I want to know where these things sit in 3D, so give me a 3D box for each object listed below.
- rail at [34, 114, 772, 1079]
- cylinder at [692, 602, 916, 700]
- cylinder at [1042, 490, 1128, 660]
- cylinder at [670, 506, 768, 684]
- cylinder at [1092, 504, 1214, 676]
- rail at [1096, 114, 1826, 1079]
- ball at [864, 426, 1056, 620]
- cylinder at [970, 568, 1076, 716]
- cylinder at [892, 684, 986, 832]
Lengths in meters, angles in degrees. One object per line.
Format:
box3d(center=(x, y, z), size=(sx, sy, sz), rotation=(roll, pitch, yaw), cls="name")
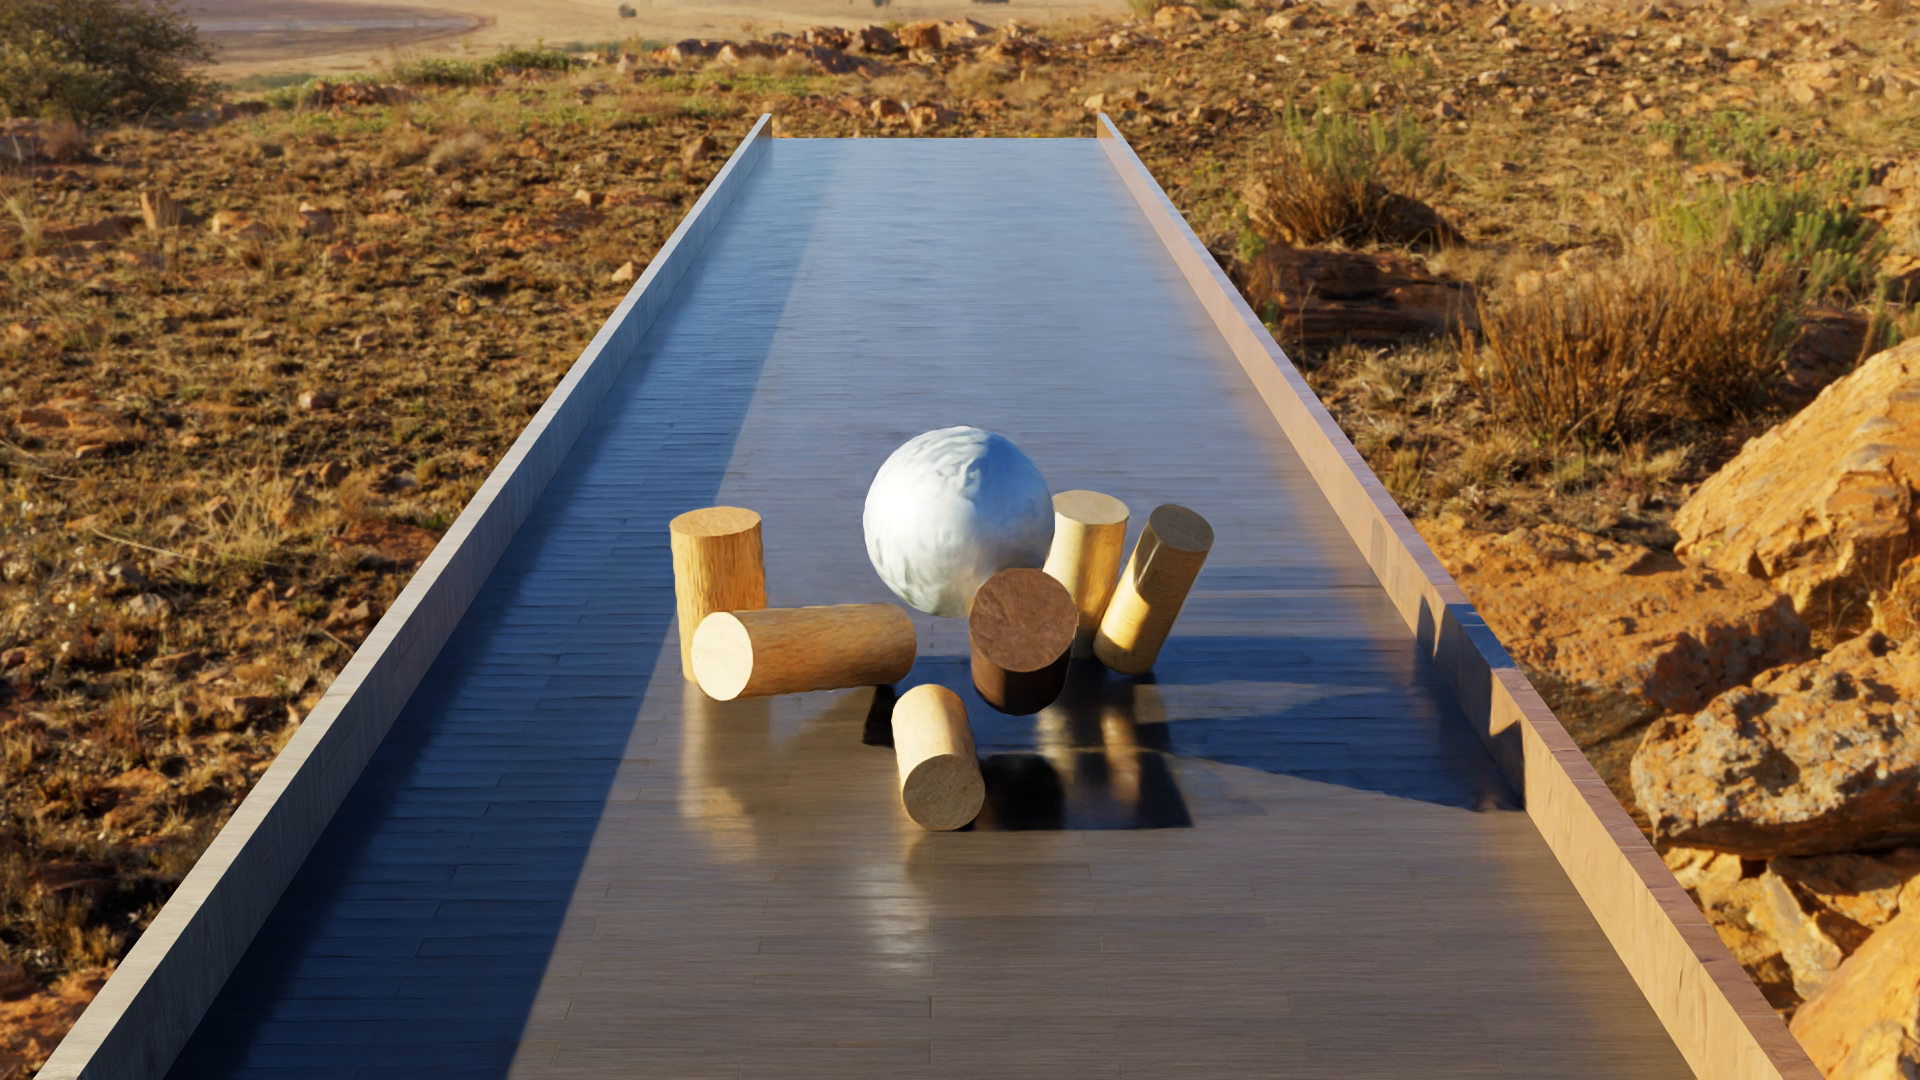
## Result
box3d(center=(-1.118, -0.838, 7.780), size=(0.050, 0.150, 12.000), rotation=(0, 17, -1), cls="rail")
box3d(center=(-0.285, 0.204, 4.110), size=(0.158, 0.158, 0.438), rotation=(14, 10, 39), cls="cylinder")
box3d(center=(0.240, 0.070, 4.415), size=(0.156, 0.303, 0.156), rotation=(6, 26, -3), cls="cylinder")
box3d(center=(-0.467, 0.109, 4.302), size=(0.174, 0.308, 0.174), rotation=(-2, 19, 1), cls="cylinder")
box3d(center=(0.372, 0.099, 4.260), size=(0.129, 0.341, 0.129), rotation=(12, 41, -11), cls="cylinder")
box3d(center=(0.932, -0.844, 7.801), size=(0.050, 0.150, 12.000), rotation=(0, 17, -1), cls="rail")
box3d(center=(-0.001, -0.031, 3.982), size=(0.348, 0.348, 0.348), rotation=(0, 17, 0), cls="ball")
box3d(center=(0.106, 0.183, 3.831), size=(0.176, 0.176, 0.438), rotation=(0, -14, 1), cls="cylinder")
box3d(center=(-0.040, 0.367, 3.755), size=(0.135, 0.135, 0.330), rotation=(-1, 17, -5), cls="cylinder")
